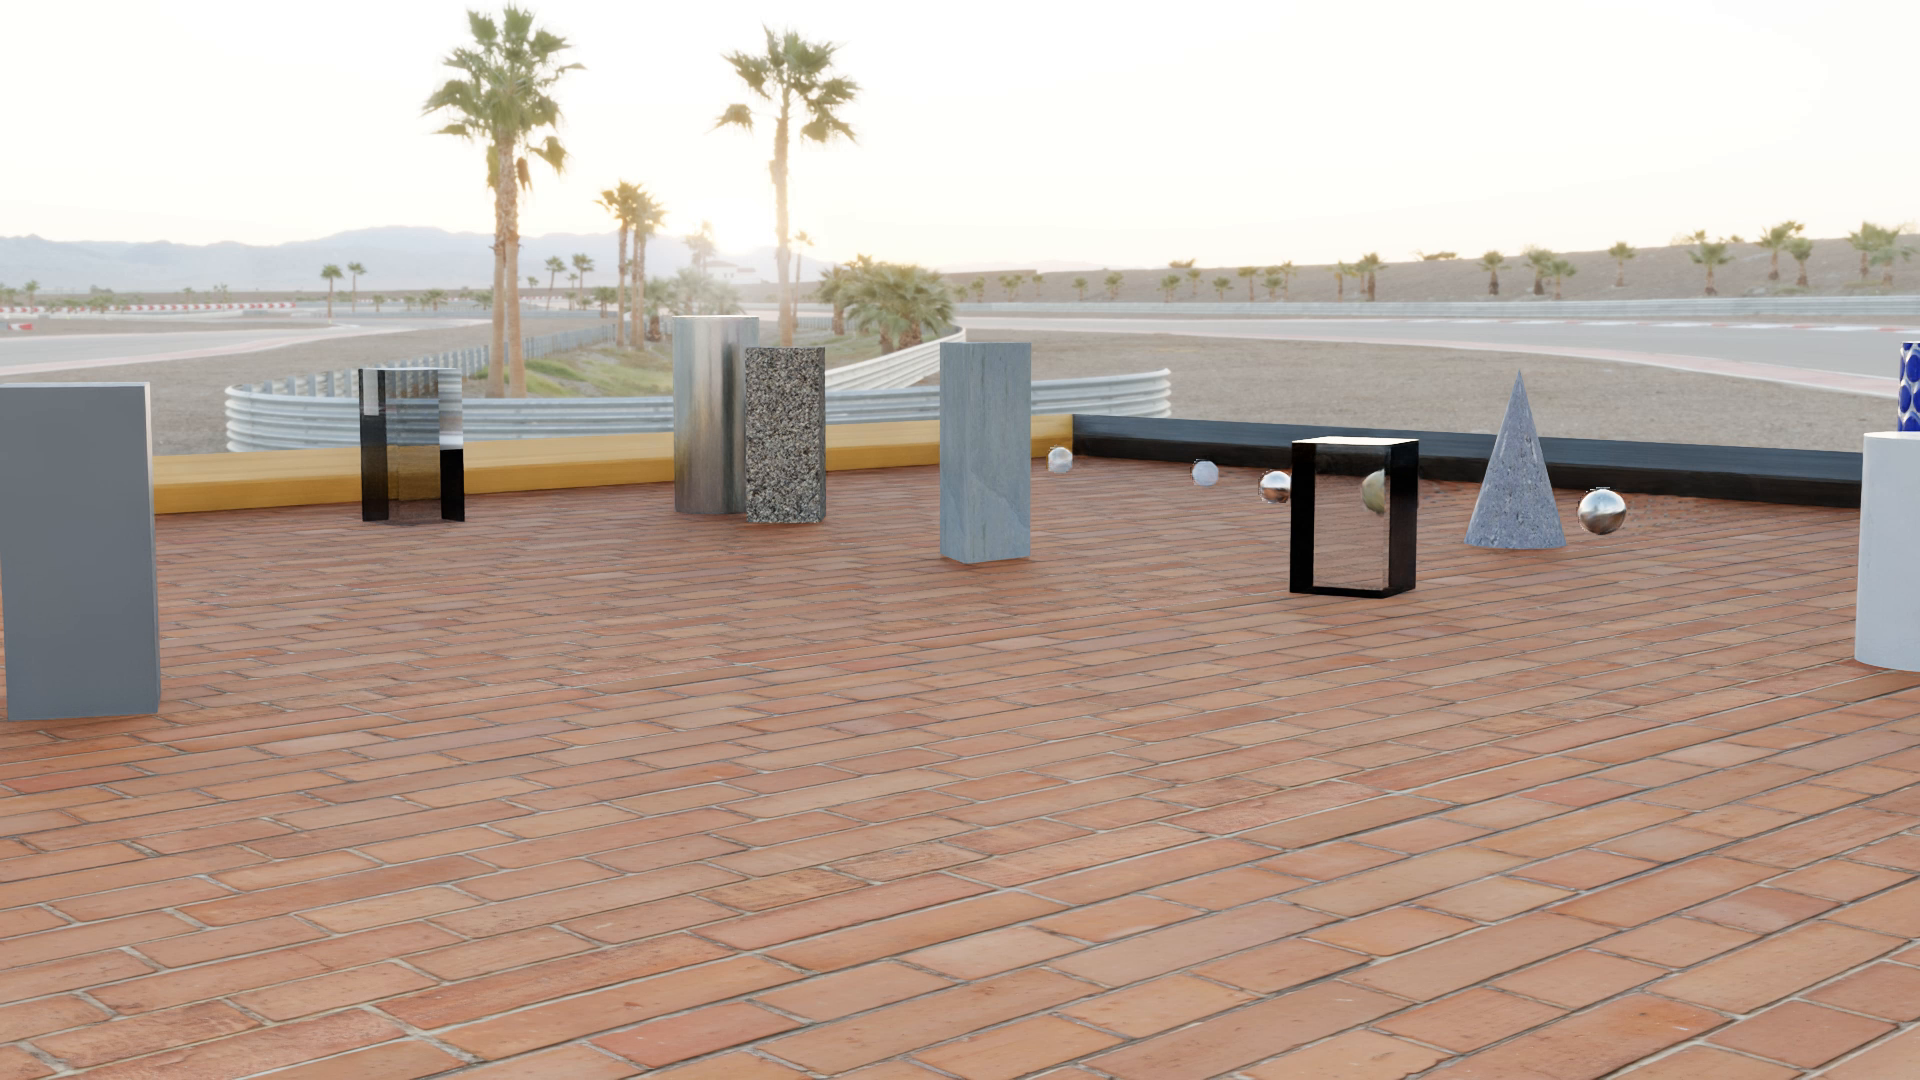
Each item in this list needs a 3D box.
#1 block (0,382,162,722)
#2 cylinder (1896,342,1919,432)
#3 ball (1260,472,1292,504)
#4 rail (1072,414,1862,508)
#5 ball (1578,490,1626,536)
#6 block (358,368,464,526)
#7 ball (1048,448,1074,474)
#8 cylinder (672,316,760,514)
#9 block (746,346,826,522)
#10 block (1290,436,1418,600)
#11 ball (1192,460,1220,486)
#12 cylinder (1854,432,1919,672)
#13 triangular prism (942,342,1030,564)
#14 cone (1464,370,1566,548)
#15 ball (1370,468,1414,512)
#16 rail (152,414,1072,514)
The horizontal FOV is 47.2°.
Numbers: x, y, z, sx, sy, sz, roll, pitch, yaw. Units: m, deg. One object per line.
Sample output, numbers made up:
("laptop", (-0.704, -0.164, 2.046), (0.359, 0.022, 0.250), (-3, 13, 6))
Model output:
("block", (-0.981, 0.007, 2.453), (0.152, 0.360, 0.152), (-2, 6, -18))
("cylinder", (1.721, -0.148, 3.801), (0.190, 0.386, 0.190), (0, 6, 0))
("ball", (0.722, -0.119, 5.016), (0.074, 0.074, 0.074), (0, 6, 0))
("rail", (1.844, -0.146, 5.024), (0.045, 0.123, 4.483), (-6, 8, -42))
("ball", (1.263, -0.054, 4.321), (0.089, 0.089, 0.089), (0, 6, 0))
("block", (-1.142, -0.197, 4.579), (0.152, 0.319, 0.152), (-6, 8, -44))
("ball", (0.270, -0.213, 5.925), (0.070, 0.070, 0.070), (0, 6, 0))
("cylinder", (-0.534, -0.278, 4.836), (0.190, 0.426, 0.190), (0, 6, 0))
("block", (-0.366, -0.224, 4.630), (0.152, 0.362, 0.152), (0, 6, 1))
("block", (0.621, -0.038, 3.464), (0.152, 0.237, 0.152), (4, 7, 31))
("ball", (0.614, -0.165, 5.488), (0.066, 0.066, 0.066), (0, 6, 0))
("cylinder", (1.231, 0.012, 2.762), (0.190, 0.285, 0.190), (0, 6, 0))
("triangular prism", (0.018, -0.161, 3.933), (0.143, 0.383, 0.165), (6, 8, 44))
("cone", (1.053, -0.158, 4.155), (0.190, 0.332, 0.190), (0, 6, 0))
("ball", (0.946, -0.109, 4.813), (0.095, 0.095, 0.095), (0, 6, 0))
("rail", (-1.504, -0.139, 4.953), (5.066, 0.123, 0.045), (-6, 8, -42))
